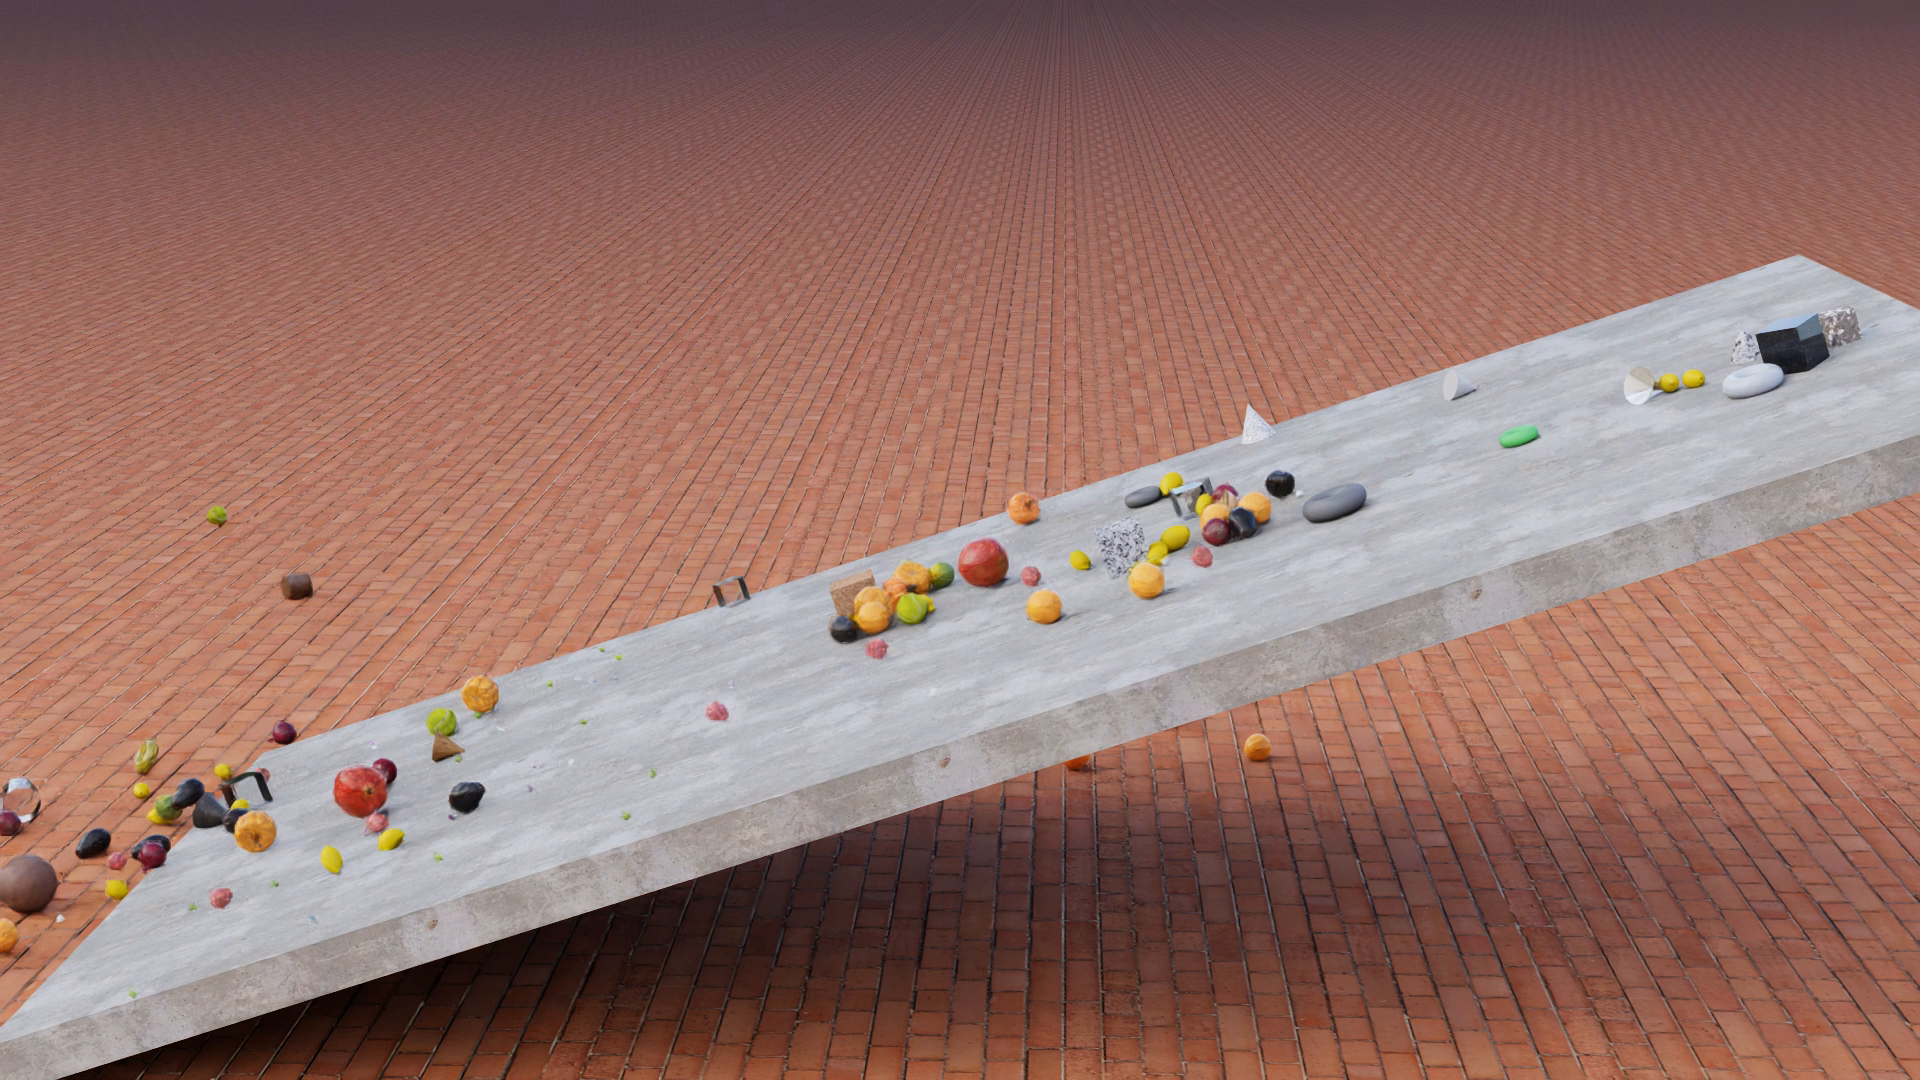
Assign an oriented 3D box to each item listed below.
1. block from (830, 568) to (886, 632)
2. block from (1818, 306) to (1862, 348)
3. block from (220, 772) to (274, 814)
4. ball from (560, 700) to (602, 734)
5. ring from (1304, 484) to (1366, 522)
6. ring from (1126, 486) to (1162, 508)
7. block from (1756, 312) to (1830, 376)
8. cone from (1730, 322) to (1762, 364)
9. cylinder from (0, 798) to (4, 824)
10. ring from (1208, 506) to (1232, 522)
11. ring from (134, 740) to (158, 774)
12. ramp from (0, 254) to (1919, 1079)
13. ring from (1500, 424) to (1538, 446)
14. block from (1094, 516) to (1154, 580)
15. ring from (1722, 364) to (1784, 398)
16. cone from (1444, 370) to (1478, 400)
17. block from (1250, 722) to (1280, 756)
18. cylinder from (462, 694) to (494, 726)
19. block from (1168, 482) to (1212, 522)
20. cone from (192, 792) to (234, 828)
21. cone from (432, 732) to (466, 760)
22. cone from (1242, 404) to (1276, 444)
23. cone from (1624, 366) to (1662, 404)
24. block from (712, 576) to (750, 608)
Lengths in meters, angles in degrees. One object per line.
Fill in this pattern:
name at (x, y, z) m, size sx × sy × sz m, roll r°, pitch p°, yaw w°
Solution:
block at (-0.229, 0.135, 6.574) m, size 0.099 × 0.099 × 0.099 m, roll -19°, pitch 11°, yaw 1°
block at (1.800, -0.437, 6.028) m, size 0.065 × 0.065 × 0.065 m, roll -19°, pitch 11°, yaw 2°
block at (-1.659, 0.589, 6.839) m, size 0.075 × 0.075 × 0.075 m, roll -27°, pitch 13°, yaw -37°
ball at (-0.838, 0.397, 6.499) m, size 0.090 × 0.090 × 0.090 m, roll 0°, pitch 12°, yaw 0°
ring at (0.771, -0.077, 6.053) m, size 0.137 × 0.046 × 0.137 m, roll -22°, pitch 8°, yaw 3°
ring at (0.425, -0.100, 6.809) m, size 0.091 × 0.030 × 0.091 m, roll -19°, pitch 9°, yaw 3°
block at (1.681, -0.393, 5.937) m, size 0.093 × 0.093 × 0.093 m, roll -8°, pitch 15°, yaw 46°
cone at (1.645, -0.419, 6.171) m, size 0.077 × 0.077 × 0.077 m, roll -18°, pitch 11°, yaw 4°
cylinder at (-2.374, 0.664, 7.189) m, size 0.065 × 0.065 × 0.065 m, roll -4°, pitch 13°, yaw -20°
ring at (0.572, -0.059, 6.361) m, size 0.077 × 0.026 × 0.077 m, roll -18°, pitch 12°, yaw 4°
ring at (-2.107, 0.562, 7.616) m, size 0.031 × 0.093 × 0.093 m, roll 29°, pitch -3°, yaw -29°
ramp at (0.106, 0.181, 6.306) m, size 4.000 × 0.100 × 2.000 m, roll -18°, pitch 11°, yaw 6°
ring at (1.163, -0.217, 6.126) m, size 0.083 × 0.028 × 0.083 m, roll -20°, pitch 10°, yaw 3°
block at (0.345, 0.015, 6.195) m, size 0.096 × 0.096 × 0.096 m, roll -19°, pitch 11°, yaw 2°
ring at (1.583, -0.318, 5.872) m, size 0.122 × 0.041 × 0.122 m, roll -19°, pitch 12°, yaw 4°
cone at (1.165, -0.353, 6.792) m, size 0.072 × 0.072 × 0.072 m, roll 6°, pitch 10°, yaw -17°
block at (0.805, 0.525, 7.764) m, size 0.054 × 0.054 × 0.054 m, roll 18°, pitch 47°, yaw 29°
cylinder at (-1.143, 0.409, 6.972) m, size 0.076 × 0.076 × 0.076 m, roll 1°, pitch 7°, yaw 0°
block at (0.509, -0.086, 6.502) m, size 0.064 × 0.064 × 0.064 m, roll -21°, pitch 11°, yaw -8°
cone at (-1.708, 0.635, 6.787) m, size 0.086 × 0.086 × 0.086 m, roll 14°, pitch 16°, yaw 19°
cone at (-1.152, 0.473, 6.662) m, size 0.068 × 0.068 × 0.068 m, roll 9°, pitch 13°, yaw 4°
cone at (0.708, -0.289, 7.106) m, size 0.088 × 0.088 × 0.088 m, roll -18°, pitch 11°, yaw 4°
cone at (1.440, -0.317, 6.126) m, size 0.080 × 0.080 × 0.080 m, roll 7°, pitch 6°, yaw -37°
block at (-0.566, 0.130, 7.287) m, size 0.061 × 0.061 × 0.061 m, roll -24°, pitch 12°, yaw -27°
